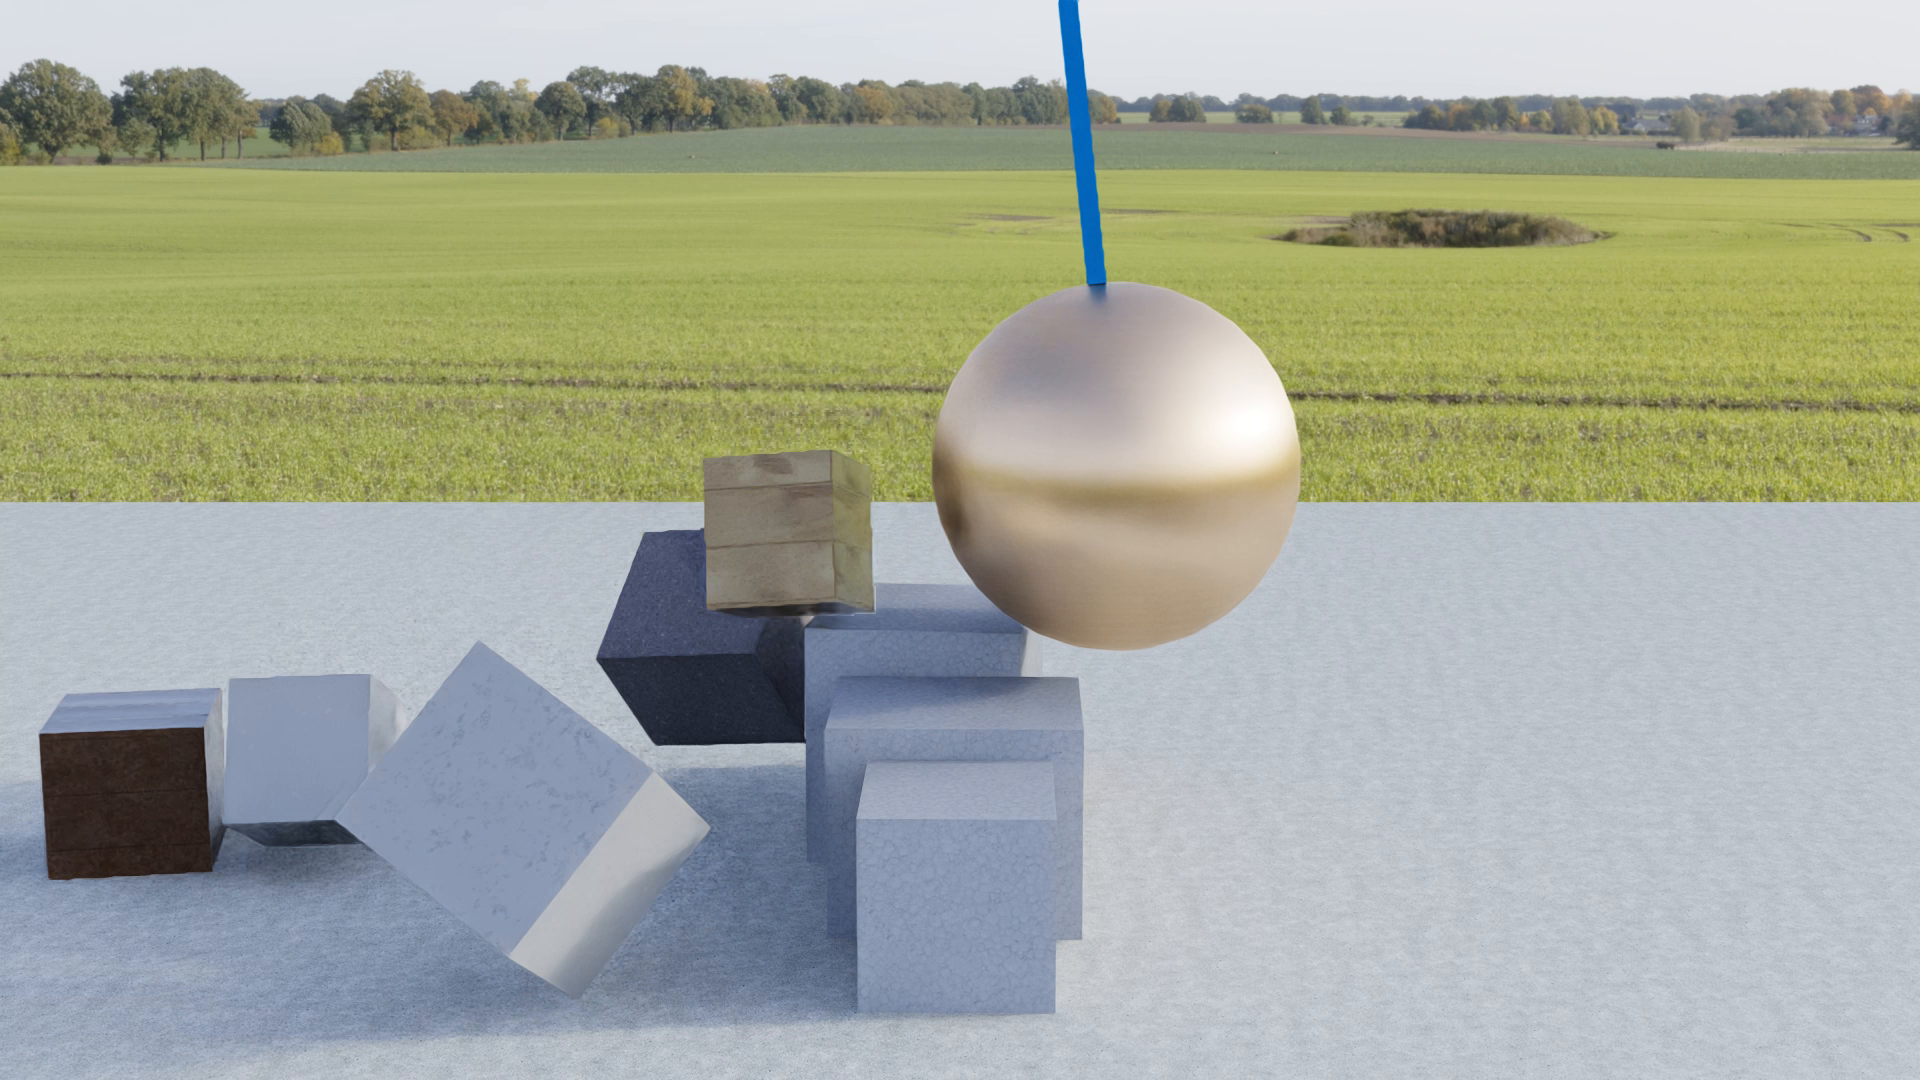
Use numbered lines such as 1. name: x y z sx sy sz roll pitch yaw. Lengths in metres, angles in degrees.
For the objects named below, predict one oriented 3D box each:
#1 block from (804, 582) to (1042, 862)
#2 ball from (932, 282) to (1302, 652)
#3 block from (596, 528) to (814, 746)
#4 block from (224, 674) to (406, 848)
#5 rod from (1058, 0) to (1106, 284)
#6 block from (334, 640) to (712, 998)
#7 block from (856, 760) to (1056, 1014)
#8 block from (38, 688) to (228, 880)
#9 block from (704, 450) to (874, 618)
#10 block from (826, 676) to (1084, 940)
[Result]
1. block: -0.146 0.839 11.932 0.961 1.079 1.061 1 10 7
2. ball: 0.676 -0.318 11.122 1.600 1.600 1.600 0 10 0
3. block: -1.151 0.473 12.604 0.852 0.708 0.797 -3 48 23
4. block: -2.891 1.000 11.554 0.626 0.648 0.665 -2 -15 1
5. rod: 0.293 -3.642 10.518 0.080 5.200 0.080 -6 10 1
6. block: -1.622 1.066 9.662 0.865 0.829 0.875 34 -11 18
7. block: -0.006 1.342 10.060 0.749 0.761 0.843 0 10 1
8. block: -3.744 1.096 11.677 0.696 0.665 0.749 -2 10 -10
9. block: -0.755 -0.016 11.403 0.584 0.662 0.613 -4 -6 13
10. block: -0.013 1.120 10.919 1.048 0.889 0.923 0 10 1
